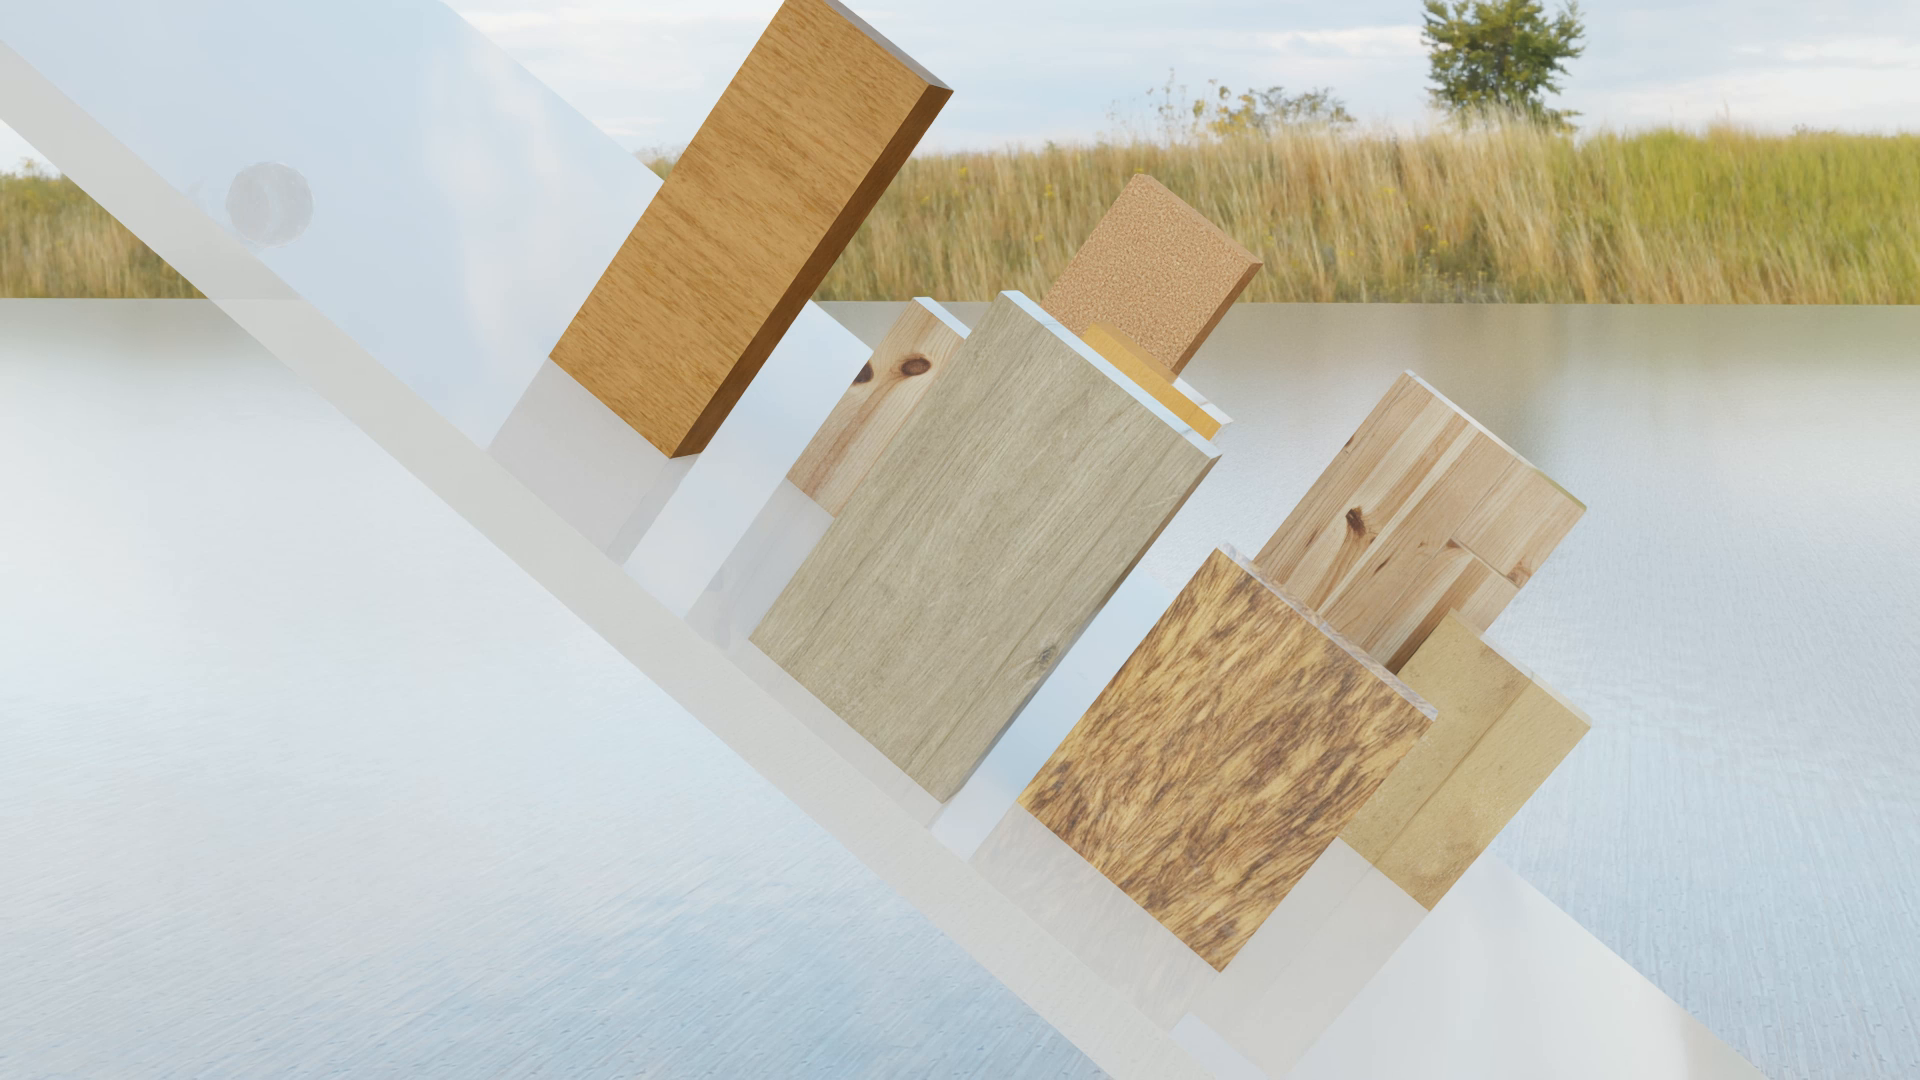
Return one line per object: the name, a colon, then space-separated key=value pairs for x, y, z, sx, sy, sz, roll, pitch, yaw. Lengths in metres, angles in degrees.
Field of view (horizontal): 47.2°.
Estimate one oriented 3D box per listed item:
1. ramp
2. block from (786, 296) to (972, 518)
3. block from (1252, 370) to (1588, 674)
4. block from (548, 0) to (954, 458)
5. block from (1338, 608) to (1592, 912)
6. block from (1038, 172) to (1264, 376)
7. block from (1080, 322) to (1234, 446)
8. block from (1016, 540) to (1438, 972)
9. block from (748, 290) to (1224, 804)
ramp: x=-0.048 y=0.106 z=4.062 sx=4.000 sy=0.100 sz=2.000 roll=39 pitch=16 yaw=9
block: x=-0.065 y=-0.175 z=3.900 sx=0.312 sy=0.401 sz=0.095 roll=39 pitch=16 yaw=9
block: x=0.820 y=0.095 z=4.362 sx=0.436 sy=0.755 sz=0.106 roll=39 pitch=16 yaw=9
block: x=-0.349 y=-0.517 z=3.622 sx=0.275 sy=0.750 sz=0.133 roll=39 pitch=16 yaw=9
block: x=0.914 y=0.416 z=4.178 sx=0.331 sy=0.468 sz=0.091 roll=39 pitch=16 yaw=9
block: x=0.290 y=-0.387 z=4.657 sx=0.305 sy=0.726 sz=0.147 roll=39 pitch=16 yaw=9
block: x=0.232 y=-0.116 z=4.161 sx=0.306 sy=0.511 sz=0.124 roll=39 pitch=16 yaw=9
block: x=0.392 y=0.323 z=3.275 sx=0.398 sy=0.500 sz=0.083 roll=39 pitch=16 yaw=9
block: x=0.029 y=0.012 z=3.138 sx=0.373 sy=0.634 sz=0.095 roll=39 pitch=16 yaw=9
